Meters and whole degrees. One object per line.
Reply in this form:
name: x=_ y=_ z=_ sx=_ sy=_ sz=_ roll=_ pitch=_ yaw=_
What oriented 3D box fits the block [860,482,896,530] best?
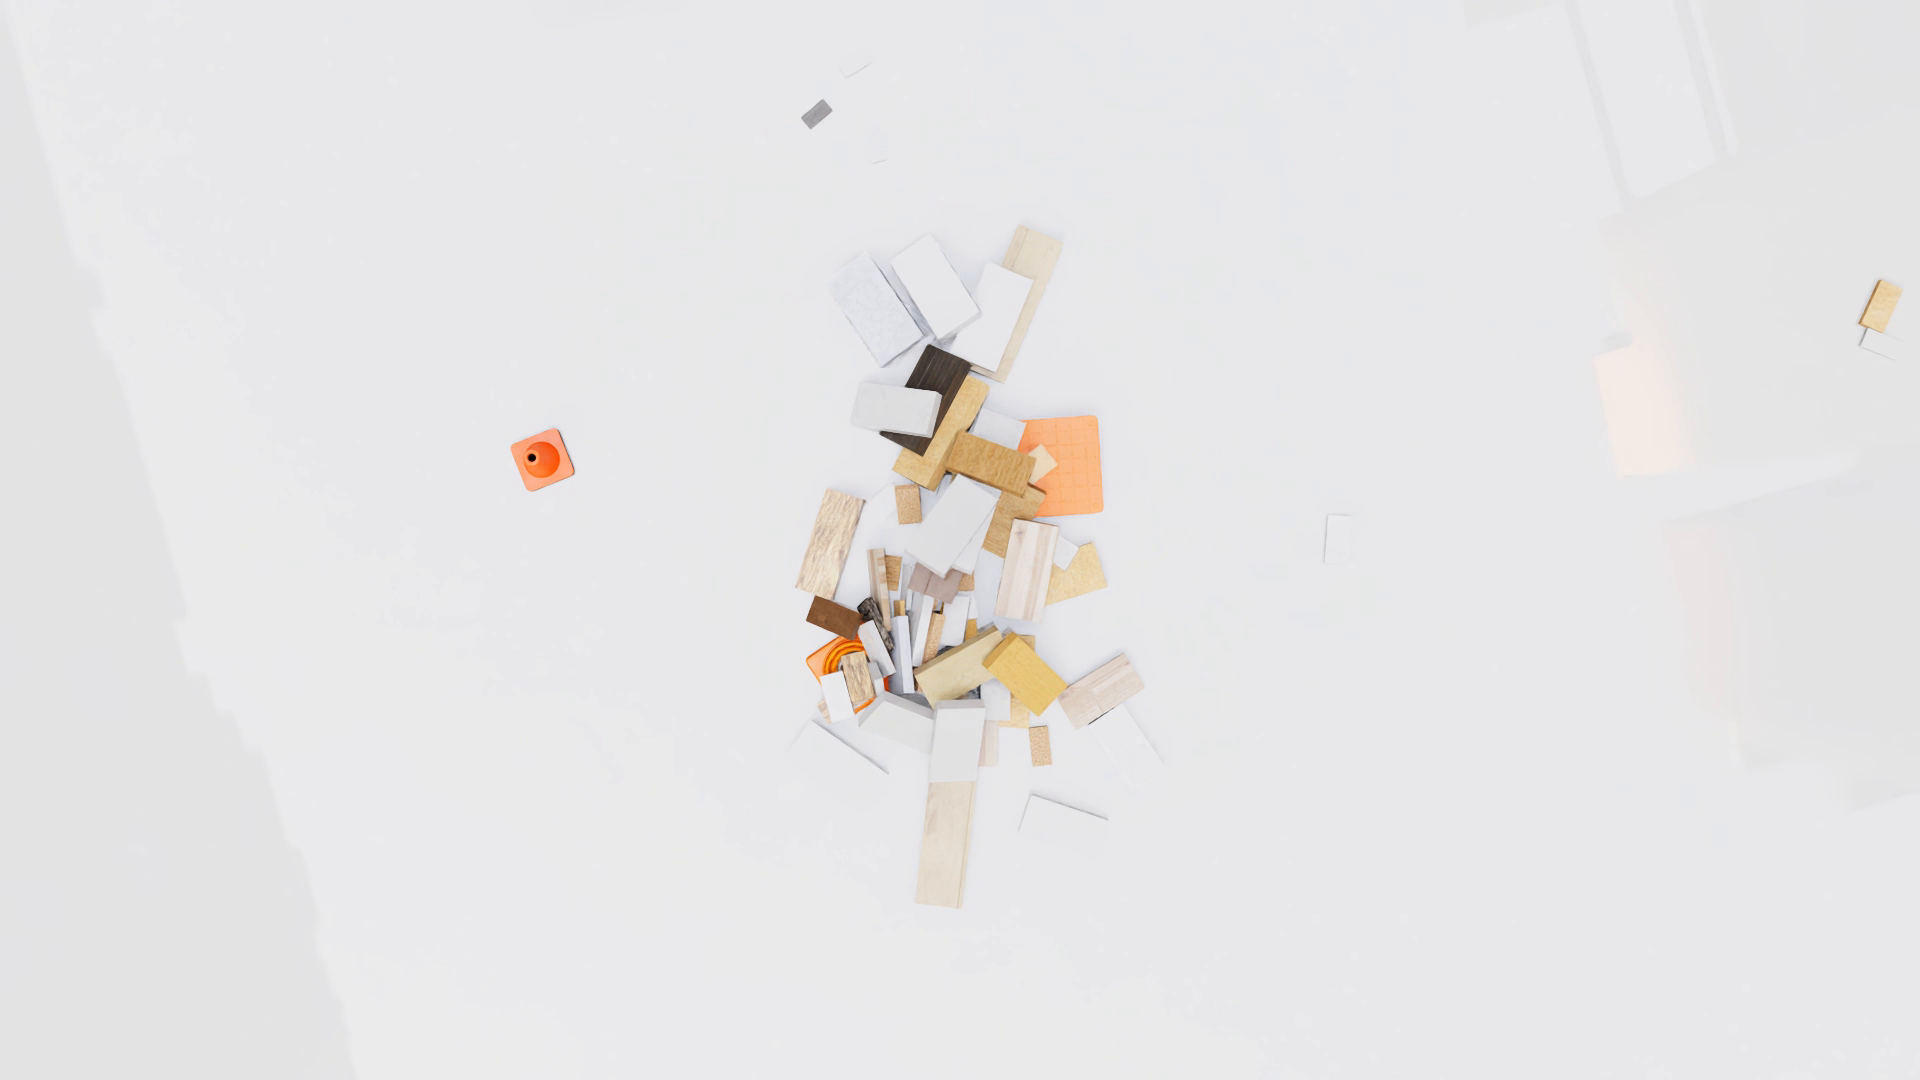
block: x=-0.261 y=-0.111 z=5.489 sx=0.157 sy=0.022 sz=0.078 roll=-42 pitch=90 yaw=0

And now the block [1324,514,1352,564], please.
block: x=1.257 y=-0.001 z=5.489 sx=0.080 sy=0.023 sz=0.159 roll=4 pitch=90 yaw=0

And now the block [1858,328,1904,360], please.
block: x=3.067 y=-0.651 z=5.491 sx=0.129 sy=0.018 sz=0.064 roll=23 pitch=90 yaw=0

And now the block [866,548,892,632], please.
block: x=-0.268 y=0.165 z=5.455 sx=0.025 sy=0.088 sz=0.273 roll=-6 pitch=90 yaw=-26

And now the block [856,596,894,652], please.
block: x=-0.279 y=0.288 z=5.432 sx=0.026 sy=0.093 sz=0.186 roll=-19 pitch=78 yaw=-27

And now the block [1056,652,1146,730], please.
block: x=0.464 y=0.503 z=5.481 sx=0.271 sy=0.038 sz=0.135 roll=-31 pitch=90 yaw=0

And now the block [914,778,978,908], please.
block: x=-0.046 y=0.999 z=5.478 sx=0.157 sy=0.044 sz=0.428 roll=7 pitch=90 yaw=0

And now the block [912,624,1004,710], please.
block: x=0.014 y=0.415 z=5.363 sx=0.308 sy=0.041 sz=0.145 roll=-29 pitch=115 yaw=-3

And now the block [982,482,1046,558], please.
block: x=0.164 y=-0.074 z=5.428 sx=0.132 sy=0.037 sz=0.264 roll=26 pitch=111 yaw=-7

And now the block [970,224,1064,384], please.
block: x=0.170 y=-0.782 z=5.477 sx=0.162 sy=0.046 sz=0.504 roll=23 pitch=90 yaw=0

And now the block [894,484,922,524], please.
block: x=-0.170 y=-0.118 z=5.437 sx=0.078 sy=0.022 sz=0.157 roll=-5 pitch=134 yaw=0

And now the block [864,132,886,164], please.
block: x=-0.281 y=-1.308 z=5.493 sx=0.049 sy=0.014 sz=0.098 roll=-15 pitch=90 yaw=0

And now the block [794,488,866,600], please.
block: x=-0.430 y=0.013 z=5.469 sx=0.132 sy=0.037 sz=0.349 roll=18 pitch=90 yaw=11

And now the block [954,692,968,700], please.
block: x=0.003 y=0.530 z=5.493 sx=0.050 sy=0.014 sz=0.101 roll=-4 pitch=90 yaw=0

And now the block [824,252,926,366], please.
block: x=-0.280 y=-0.763 z=5.450 sx=0.171 sy=0.048 sz=0.342 roll=-35 pitch=85 yaw=8

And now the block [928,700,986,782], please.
block: x=-0.013 y=0.655 z=5.370 sx=0.157 sy=0.044 sz=0.313 roll=-1 pitch=125 yaw=-11

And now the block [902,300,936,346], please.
block: x=-0.149 y=-0.717 z=5.489 sx=0.159 sy=0.023 sz=0.080 roll=35 pitch=90 yaw=0

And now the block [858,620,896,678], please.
block: x=-0.276 y=0.360 z=5.409 sx=0.026 sy=0.093 sz=0.186 roll=-23 pitch=87 yaw=-29

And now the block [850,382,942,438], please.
block: x=-0.210 y=-0.427 z=5.406 sx=0.290 sy=0.041 sz=0.145 roll=10 pitch=81 yaw=27

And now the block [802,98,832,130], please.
block: x=-0.477 y=-1.418 z=5.493 sx=0.098 sy=0.014 sz=0.049 roll=-41 pitch=90 yaw=0

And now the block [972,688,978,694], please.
block: x=0.040 y=0.420 z=5.477 sx=0.082 sy=0.023 sz=0.165 roll=-32 pitch=90 yaw=-17

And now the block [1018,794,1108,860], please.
block: x=0.343 y=0.952 z=5.481 sx=0.271 sy=0.038 sz=0.135 roll=18 pitch=90 yaw=0

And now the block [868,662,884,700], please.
block: x=-0.264 y=0.508 z=5.404 sx=0.028 sy=0.099 sz=0.199 roll=-14 pitch=122 yaw=-9

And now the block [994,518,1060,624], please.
block: x=0.220 y=0.099 z=5.411 sx=0.155 sy=0.044 sz=0.324 roll=11 pitch=99 yaw=-2

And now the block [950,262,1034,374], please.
block: x=0.104 y=-0.732 z=5.431 sx=0.162 sy=0.046 sz=0.325 roll=23 pitch=90 yaw=0

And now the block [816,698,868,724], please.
block: x=-0.387 y=0.535 z=5.447 sx=0.157 sy=0.022 sz=0.078 roll=-31 pitch=94 yaw=4

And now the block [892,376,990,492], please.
block: x=-0.063 y=-0.367 z=5.427 sx=0.171 sy=0.048 sz=0.390 roll=28 pitch=90 yaw=40

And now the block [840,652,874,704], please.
block: x=-0.336 y=0.451 z=5.420 sx=0.078 sy=0.022 sz=0.157 roll=-13 pitch=76 yaw=-5

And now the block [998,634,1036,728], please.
block: x=0.190 y=0.469 z=5.486 sx=0.099 sy=0.028 sz=0.309 roll=4 pitch=90 yaw=0

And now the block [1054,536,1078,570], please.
block: x=0.295 y=0.017 z=5.447 sx=0.176 sy=0.025 sz=0.088 roll=32 pitch=87 yaw=4

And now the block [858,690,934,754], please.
block: x=-0.159 y=0.603 z=5.375 sx=0.310 sy=0.044 sz=0.155 roll=25 pitch=127 yaw=-25

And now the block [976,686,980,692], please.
block: x=0.095 y=0.418 z=5.467 sx=0.082 sy=0.023 sz=0.165 roll=0 pitch=82 yaw=-14
